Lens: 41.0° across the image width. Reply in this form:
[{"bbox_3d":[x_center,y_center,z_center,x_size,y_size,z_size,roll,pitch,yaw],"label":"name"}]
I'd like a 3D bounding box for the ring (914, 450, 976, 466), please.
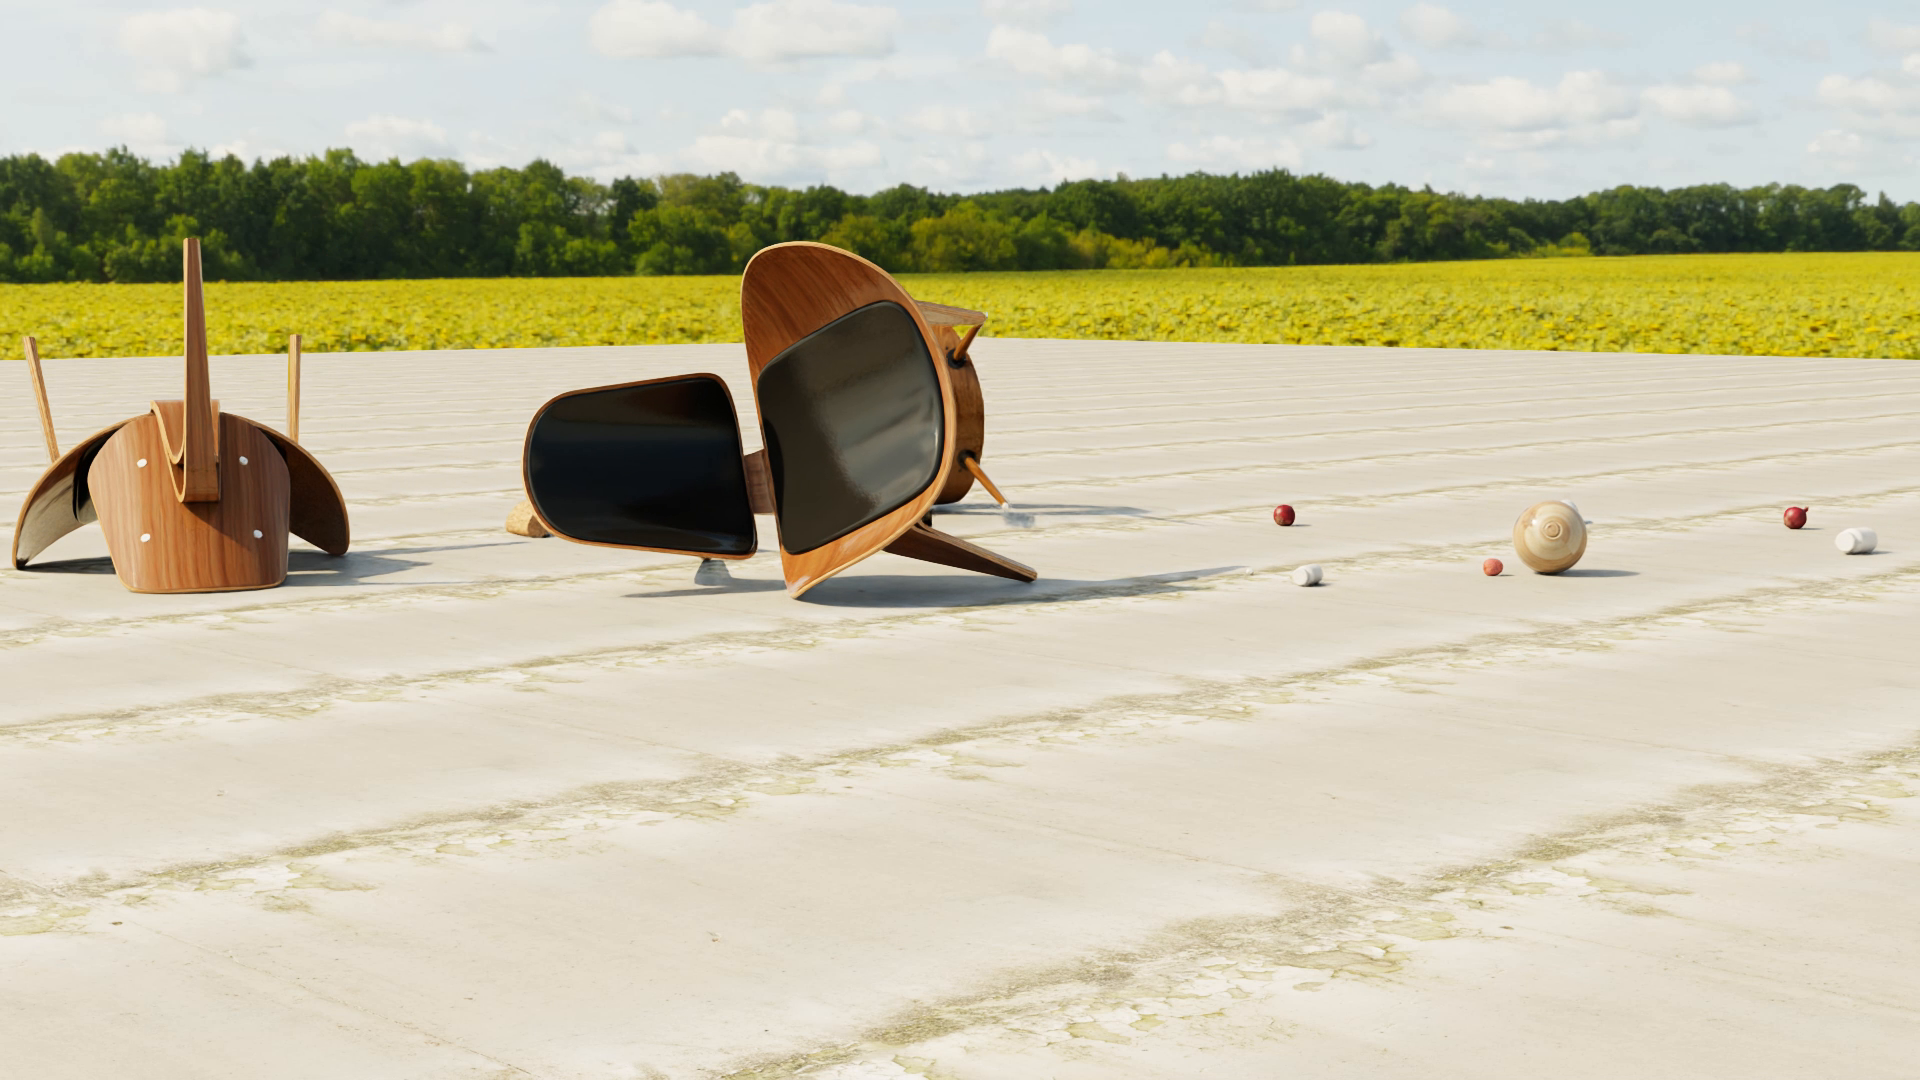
[{"bbox_3d":[-0.053,-0.288,8.966,0.254,0.050,0.132,4,6,39],"label":"ring"}]

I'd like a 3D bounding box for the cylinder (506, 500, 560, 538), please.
[{"bbox_3d":[-1.089,-0.055,6.533,0.106,0.065,0.125,-48,30,-22],"label":"cylinder"}]

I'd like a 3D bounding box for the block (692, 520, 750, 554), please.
[{"bbox_3d":[-0.574,-0.007,6.153,0.086,0.067,0.114,-5,8,-42],"label":"block"}]

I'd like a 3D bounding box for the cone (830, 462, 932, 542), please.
[{"bbox_3d":[-0.236,-0.048,6.414,0.235,0.206,0.250,-30,30,-26],"label":"cone"}]

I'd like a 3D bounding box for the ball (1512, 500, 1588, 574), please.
[{"bbox_3d":[1.305,-0.007,5.678,0.164,0.164,0.164,0,6,0],"label":"ball"}]
